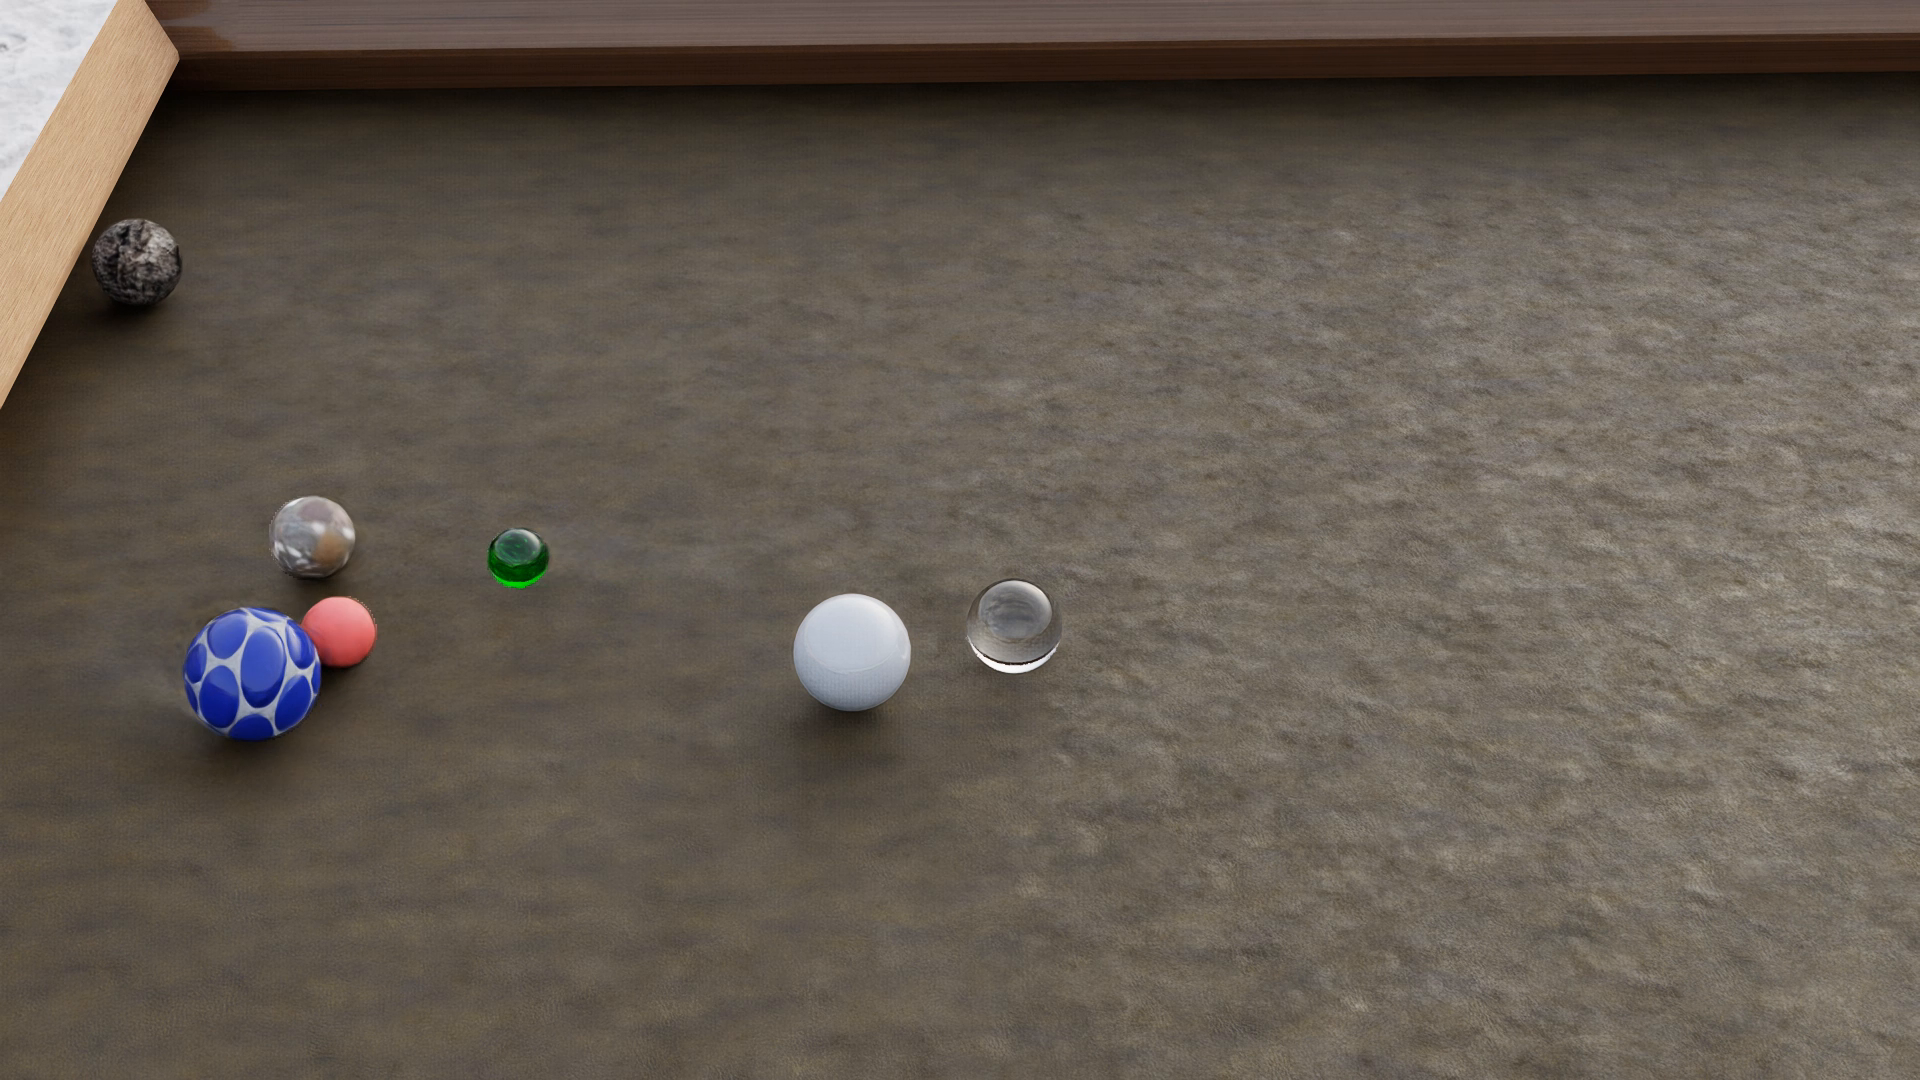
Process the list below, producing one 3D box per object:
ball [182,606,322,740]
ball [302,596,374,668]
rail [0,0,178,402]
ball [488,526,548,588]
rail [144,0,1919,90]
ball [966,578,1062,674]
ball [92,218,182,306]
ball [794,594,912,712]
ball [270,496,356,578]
[{"bbox_3d":[-0.447,0.084,1.620,0.084,0.084,0.084,0,36,0],"label":"ball"},{"bbox_3d":[-0.408,0.061,1.684,0.047,0.047,0.047,0,36,0],"label":"ball"},{"bbox_3d":[-0.711,-0.010,1.728,0.045,0.109,1.560,-1,36,-1],"label":"rail"},{"bbox_3d":[-0.303,0.012,1.758,0.041,0.041,0.041,0,36,0],"label":"ball"},{"bbox_3d":[0.715,-0.474,2.373,2.940,0.109,0.045,-1,36,-1],"label":"rail"},{"bbox_3d":[0.036,0.056,1.678,0.063,0.063,0.063,0,36,0],"label":"ball"},{"bbox_3d":[-0.660,-0.223,2.060,0.069,0.069,0.069,0,36,0],"label":"ball"},{"bbox_3d":[-0.069,0.072,1.644,0.076,0.076,0.076,0,36,0],"label":"ball"},{"bbox_3d":[-0.445,-0.002,1.763,0.057,0.057,0.057,0,36,0],"label":"ball"}]
